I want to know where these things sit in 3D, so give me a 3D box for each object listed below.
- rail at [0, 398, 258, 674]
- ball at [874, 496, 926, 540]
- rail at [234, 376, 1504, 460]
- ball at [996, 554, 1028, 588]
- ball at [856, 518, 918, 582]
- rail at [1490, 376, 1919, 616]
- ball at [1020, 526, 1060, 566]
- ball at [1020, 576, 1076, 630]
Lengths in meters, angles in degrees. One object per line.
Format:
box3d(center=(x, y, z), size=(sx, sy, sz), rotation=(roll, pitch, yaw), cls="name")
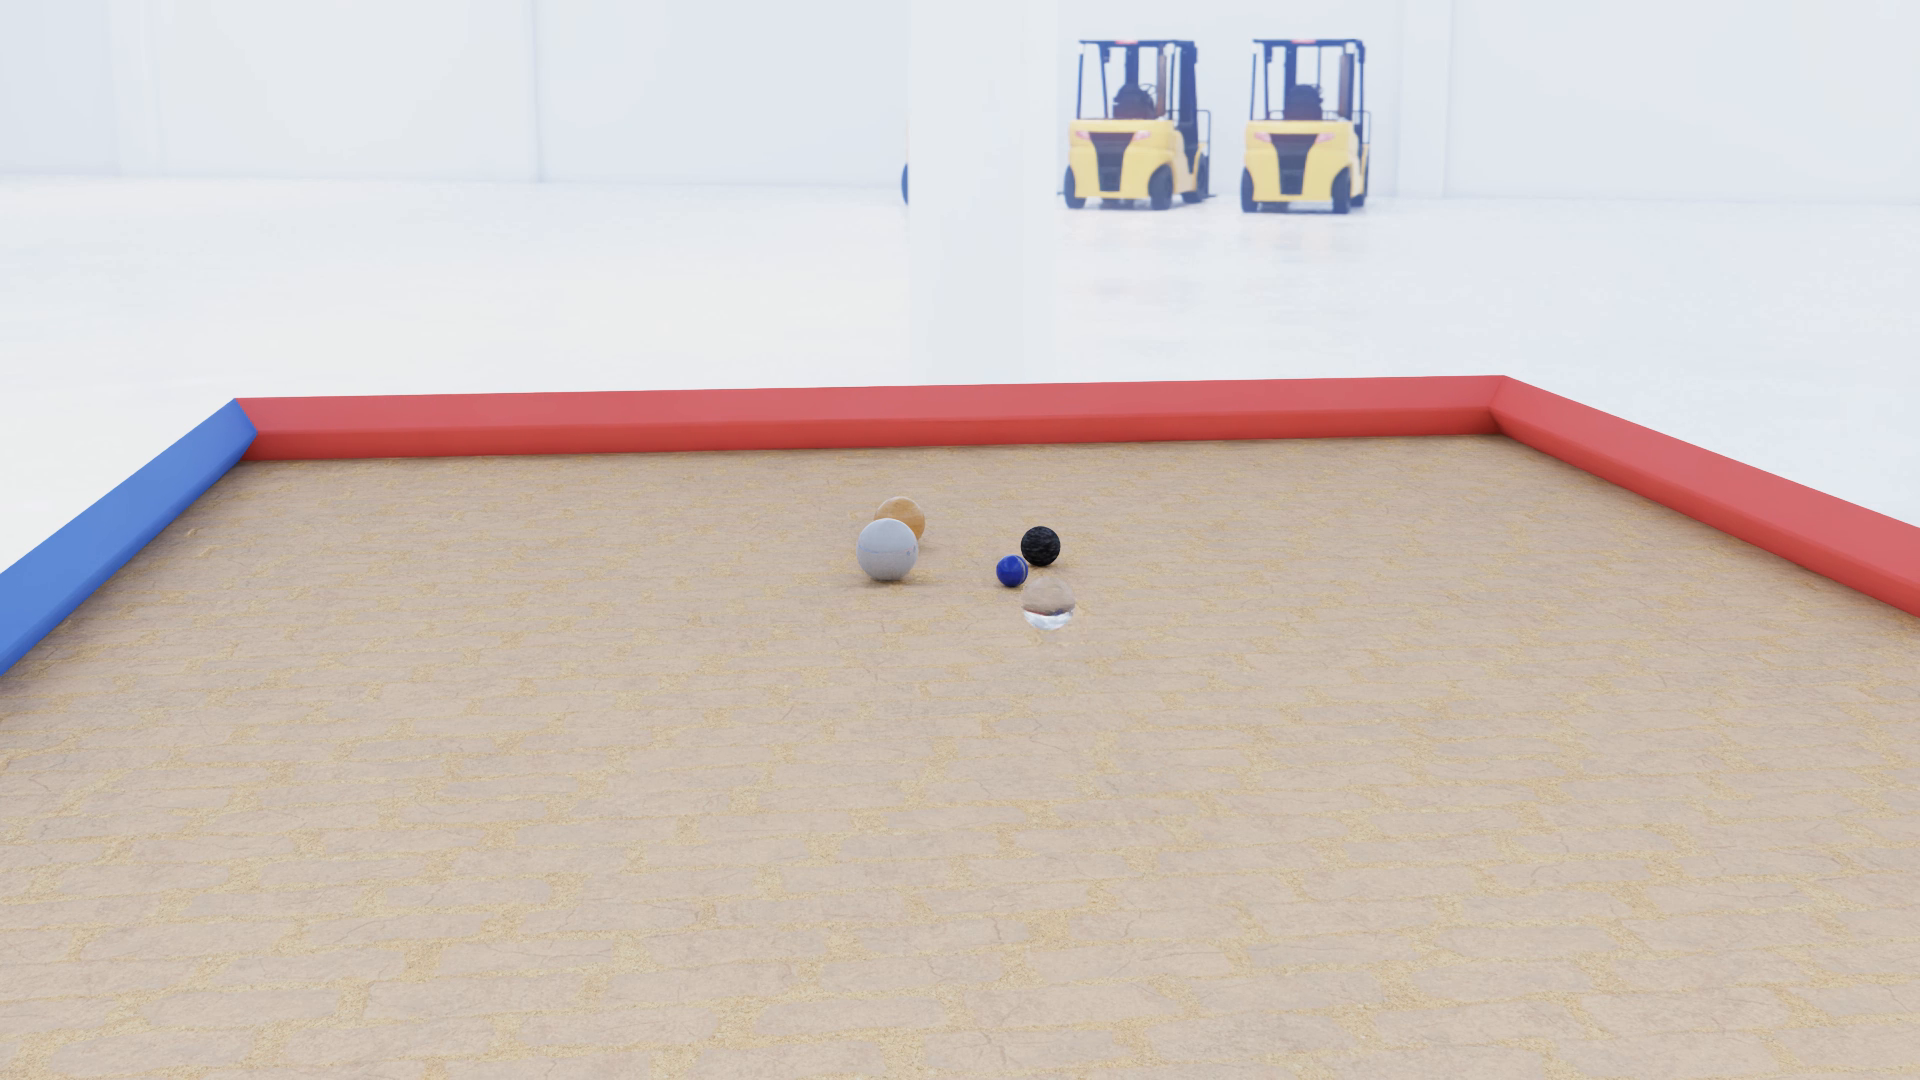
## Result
box3d(center=(-1.018, 0.213, 2.006), size=(0.045, 0.112, 3.957), rotation=(-2, 12, -7), cls="rail")
box3d(center=(-0.088, -0.026, 3.209), size=(0.076, 0.076, 0.076), rotation=(0, 12, 0), cls="ball")
box3d(center=(-0.123, -0.224, 4.045), size=(2.352, 0.112, 0.045), rotation=(-2, 12, -7), cls="rail")
box3d(center=(0.070, 0.041, 2.971), size=(0.044, 0.044, 0.044), rotation=(0, 12, 0), cls="ball")
box3d(center=(-0.100, 0.013, 3.002), size=(0.086, 0.086, 0.086), rotation=(0, 12, 0), cls="ball")
box3d(center=(1.269, 0.151, 2.292), size=(0.045, 0.112, 3.957), rotation=(-2, 12, -7), cls="rail")
box3d(center=(0.113, 0.009, 3.094), size=(0.057, 0.057, 0.057), rotation=(0, 12, 0), cls="ball")
box3d(center=(0.109, 0.080, 2.738), size=(0.067, 0.067, 0.067), rotation=(0, 12, 0), cls="ball")
